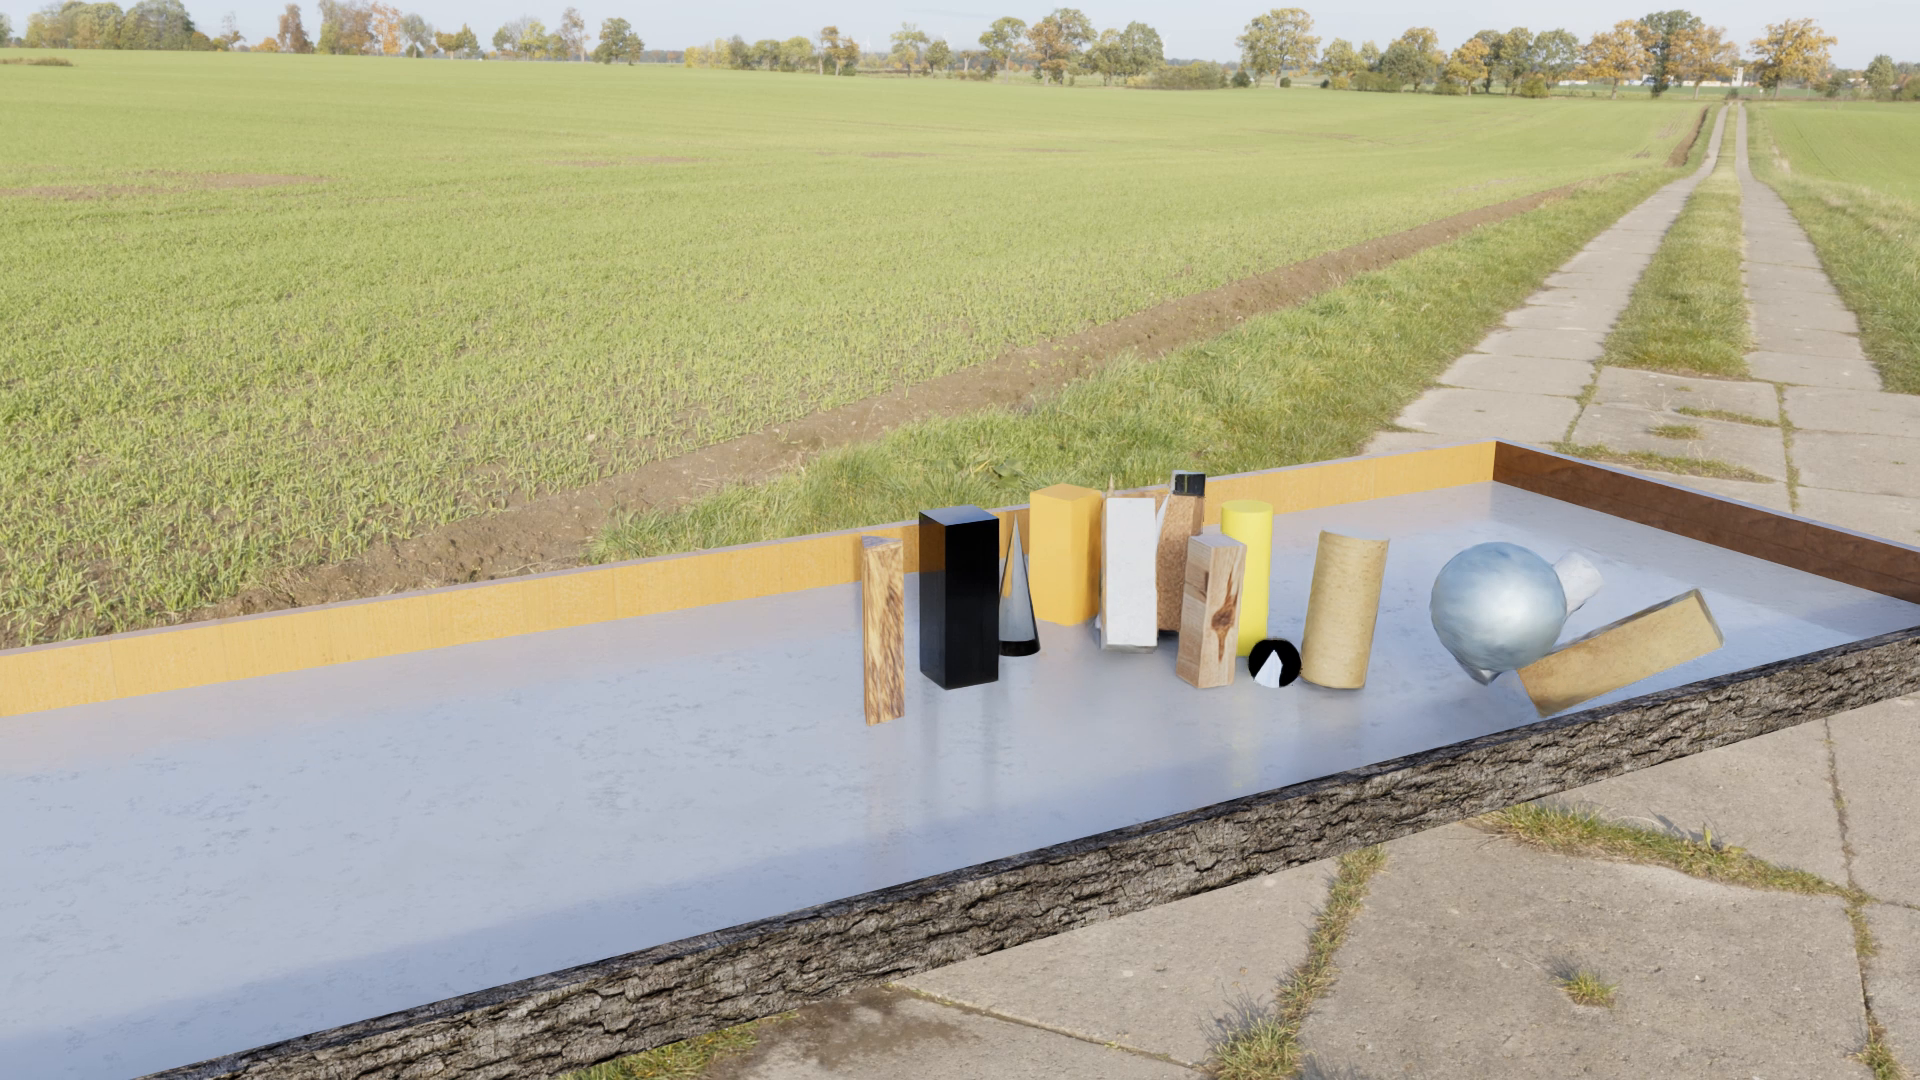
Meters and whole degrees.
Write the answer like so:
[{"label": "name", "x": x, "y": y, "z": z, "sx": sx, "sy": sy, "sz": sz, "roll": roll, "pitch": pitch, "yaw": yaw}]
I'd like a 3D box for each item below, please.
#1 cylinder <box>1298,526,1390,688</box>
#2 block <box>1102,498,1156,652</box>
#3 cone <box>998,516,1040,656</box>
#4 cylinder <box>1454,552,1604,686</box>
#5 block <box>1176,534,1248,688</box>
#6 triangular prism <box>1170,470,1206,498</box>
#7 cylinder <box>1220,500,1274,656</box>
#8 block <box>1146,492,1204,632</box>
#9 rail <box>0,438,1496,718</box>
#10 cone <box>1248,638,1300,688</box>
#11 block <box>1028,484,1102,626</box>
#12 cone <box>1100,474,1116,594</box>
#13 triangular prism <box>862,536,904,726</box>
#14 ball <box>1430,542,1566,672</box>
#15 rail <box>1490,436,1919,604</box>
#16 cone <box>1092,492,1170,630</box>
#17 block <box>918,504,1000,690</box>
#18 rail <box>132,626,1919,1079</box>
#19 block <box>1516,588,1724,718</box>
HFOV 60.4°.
[{"label": "cylinder", "x": 0.951, "y": 0.165, "z": 4.093, "sx": 0.169, "sy": 0.374, "sz": 0.169, "roll": 7, "pitch": 11, "yaw": -1}, {"label": "block", "x": 0.439, "y": 0.091, "z": 4.296, "sx": 0.126, "sy": 0.384, "sz": 0.126, "roll": 1, "pitch": -11, "yaw": -1}, {"label": "cone", "x": 0.144, "y": 0.108, "z": 4.330, "sx": 0.140, "sy": 0.371, "sz": 0.140, "roll": 0, "pitch": 16, "yaw": 0}, {"label": "cylinder", "x": 1.418, "y": 0.195, "z": 4.119, "sx": 0.386, "sy": 0.123, "sz": 0.123, "roll": -39, "pitch": 24, "yaw": -5}, {"label": "block", "x": 0.624, "y": 0.177, "z": 4.100, "sx": 0.103, "sy": 0.363, "sz": 0.103, "roll": -4, "pitch": 17, "yaw": -24}, {"label": "triangular prism", "x": 0.606, "y": 0.005, "z": 4.627, "sx": 0.102, "sy": 0.398, "sz": 0.088, "roll": -3, "pitch": 13, "yaw": -29}, {"label": "cylinder", "x": 0.745, "y": 0.099, "z": 4.324, "sx": 0.133, "sy": 0.390, "sz": 0.133, "roll": 0, "pitch": 16, "yaw": 0}, {"label": "block", "x": 0.567, "y": 0.059, "z": 4.475, "sx": 0.132, "sy": 0.361, "sz": 0.132, "roll": 6, "pitch": 2, "yaw": 19}, {"label": "rail", "x": -3.305, "y": 0.497, "z": 3.399, "sx": 12.000, "sy": 0.150, "sz": 0.050, "roll": -9, "pitch": 18, "yaw": -27}, {"label": "cone", "x": 0.812, "y": 0.289, "z": 4.260, "sx": 0.128, "sy": 0.128, "sz": 0.336, "roll": 3, "pitch": 6, "yaw": 11}, {"label": "block", "x": 0.292, "y": 0.039, "z": 4.589, "sx": 0.141, "sy": 0.357, "sz": 0.141, "roll": 14, "pitch": 21, "yaw": 39}, {"label": "cone", "x": 0.440, "y": -0.030, "z": 4.840, "sx": 0.149, "sy": 0.348, "sz": 0.149, "roll": 0, "pitch": 16, "yaw": 0}, {"label": "triangular prism", "x": -0.201, "y": 0.208, "z": 3.874, "sx": 0.105, "sy": 0.436, "sz": 0.091, "roll": -12, "pitch": 20, "yaw": -36}, {"label": "ball", "x": 1.262, "y": 0.156, "z": 3.872, "sx": 0.306, "sy": 0.306, "sz": 0.306, "roll": 0, "pitch": 16, "yaw": 0}, {"label": "rail", "x": 2.466, "y": -0.048, "z": 5.253, "sx": 0.050, "sy": 0.150, "sz": 2.100, "roll": -9, "pitch": 18, "yaw": -27}, {"label": "cone", "x": 0.486, "y": 0.059, "z": 4.400, "sx": 0.126, "sy": 0.415, "sz": 0.126, "roll": 21, "pitch": -2, "yaw": 1}, {"label": "block", "x": -0.003, "y": 0.141, "z": 4.120, "sx": 0.148, "sy": 0.425, "sz": 0.148, "roll": -8, "pitch": 18, "yaw": -26}, {"label": "rail", "x": -2.336, "y": 1.006, "z": 1.665, "sx": 12.000, "sy": 0.150, "sz": 0.050, "roll": -9, "pitch": 18, "yaw": -27}, {"label": "block", "x": 1.530, "y": 0.264, "z": 3.833, "sx": 0.426, "sy": 0.127, "sz": 0.127, "roll": -28, "pitch": -6, "yaw": 27}]
